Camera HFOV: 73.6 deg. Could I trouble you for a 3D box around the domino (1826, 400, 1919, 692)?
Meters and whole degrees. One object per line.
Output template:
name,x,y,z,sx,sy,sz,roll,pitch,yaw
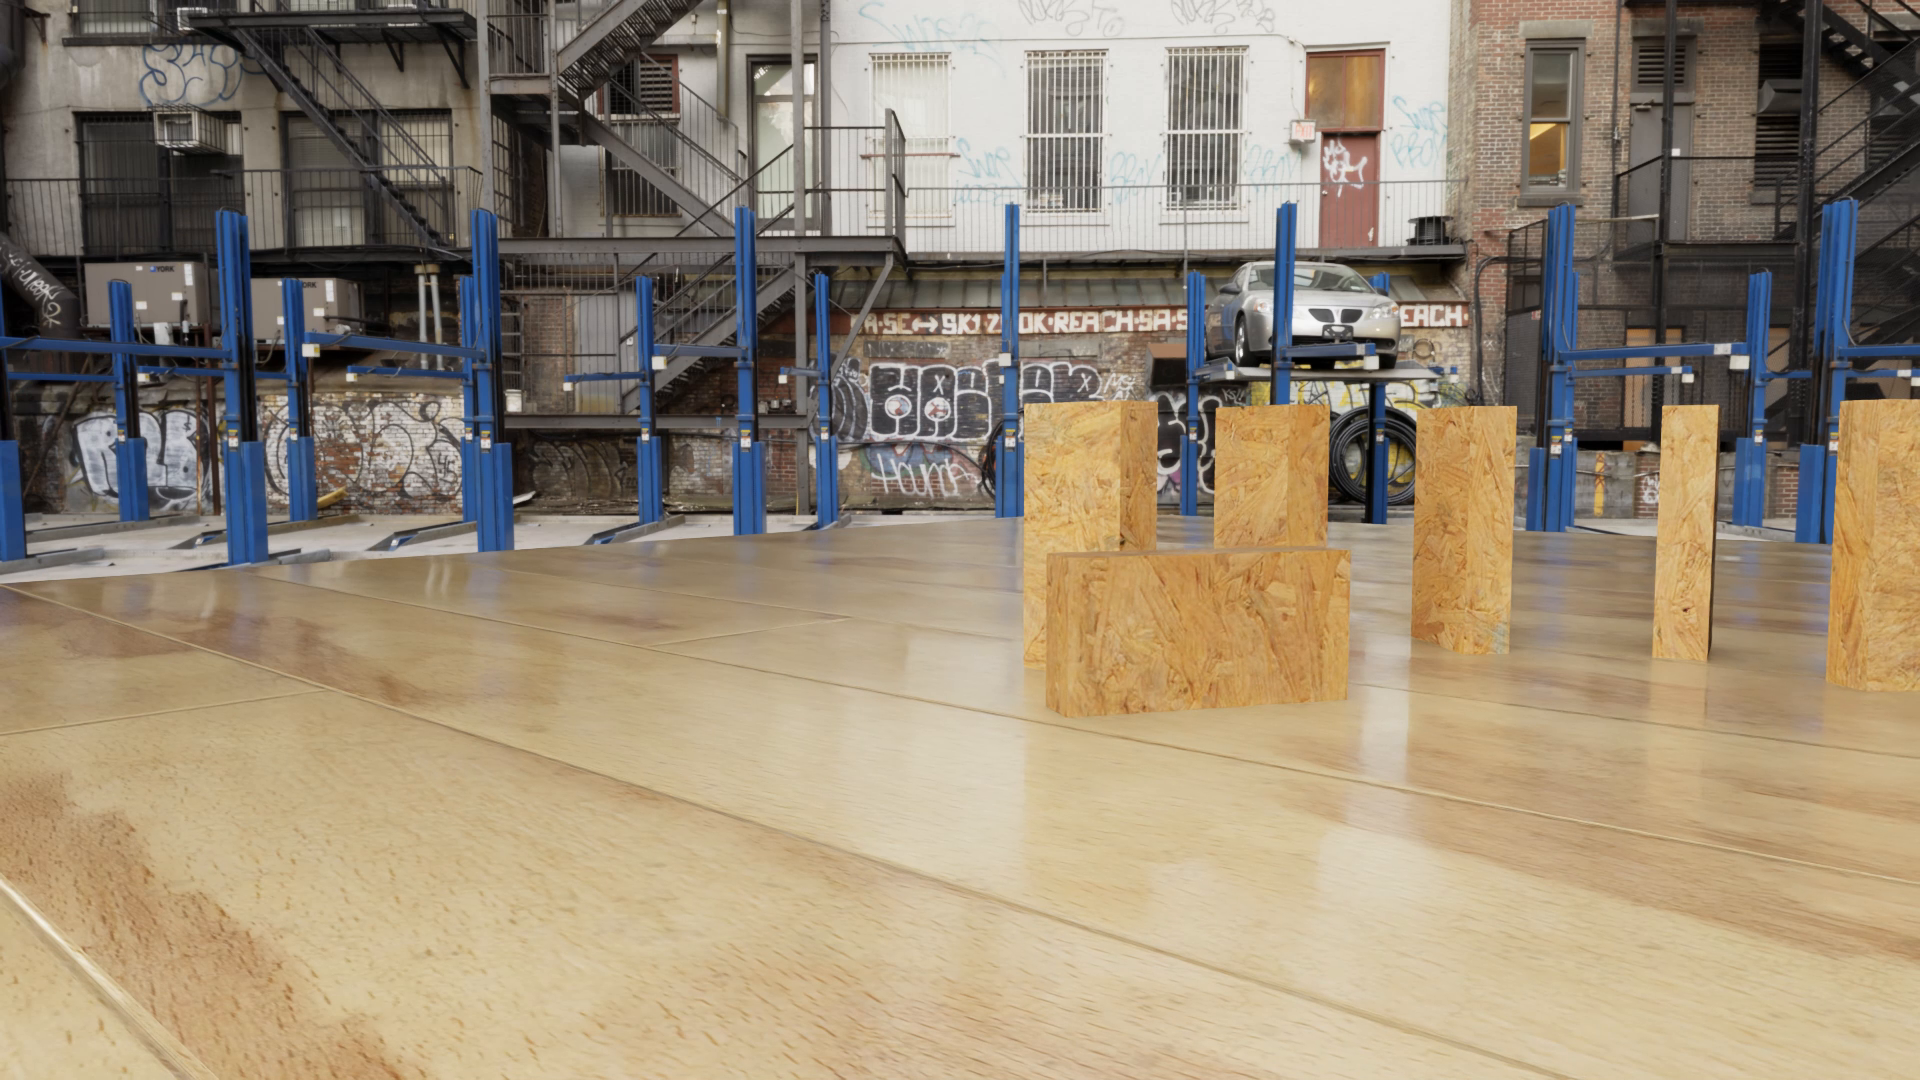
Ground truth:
domino,0.168,0.001,0.224,0.025,0.050,0.009,0,4,-3

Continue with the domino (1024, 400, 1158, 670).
domino,0.024,0.000,0.237,0.009,0.050,0.025,-3,6,-39

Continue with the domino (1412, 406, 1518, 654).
domino,0.106,-0.003,0.270,0.009,0.050,0.025,0,4,-4

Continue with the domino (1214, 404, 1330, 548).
domino,0.062,-0.002,0.259,0.010,0.050,0.025,-2,5,-22

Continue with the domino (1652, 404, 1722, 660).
domino,0.149,-0.002,0.263,0.010,0.050,0.025,3,5,32

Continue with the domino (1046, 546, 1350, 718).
domino,0.039,0.014,0.210,0.050,0.025,0.009,-1,4,-17
